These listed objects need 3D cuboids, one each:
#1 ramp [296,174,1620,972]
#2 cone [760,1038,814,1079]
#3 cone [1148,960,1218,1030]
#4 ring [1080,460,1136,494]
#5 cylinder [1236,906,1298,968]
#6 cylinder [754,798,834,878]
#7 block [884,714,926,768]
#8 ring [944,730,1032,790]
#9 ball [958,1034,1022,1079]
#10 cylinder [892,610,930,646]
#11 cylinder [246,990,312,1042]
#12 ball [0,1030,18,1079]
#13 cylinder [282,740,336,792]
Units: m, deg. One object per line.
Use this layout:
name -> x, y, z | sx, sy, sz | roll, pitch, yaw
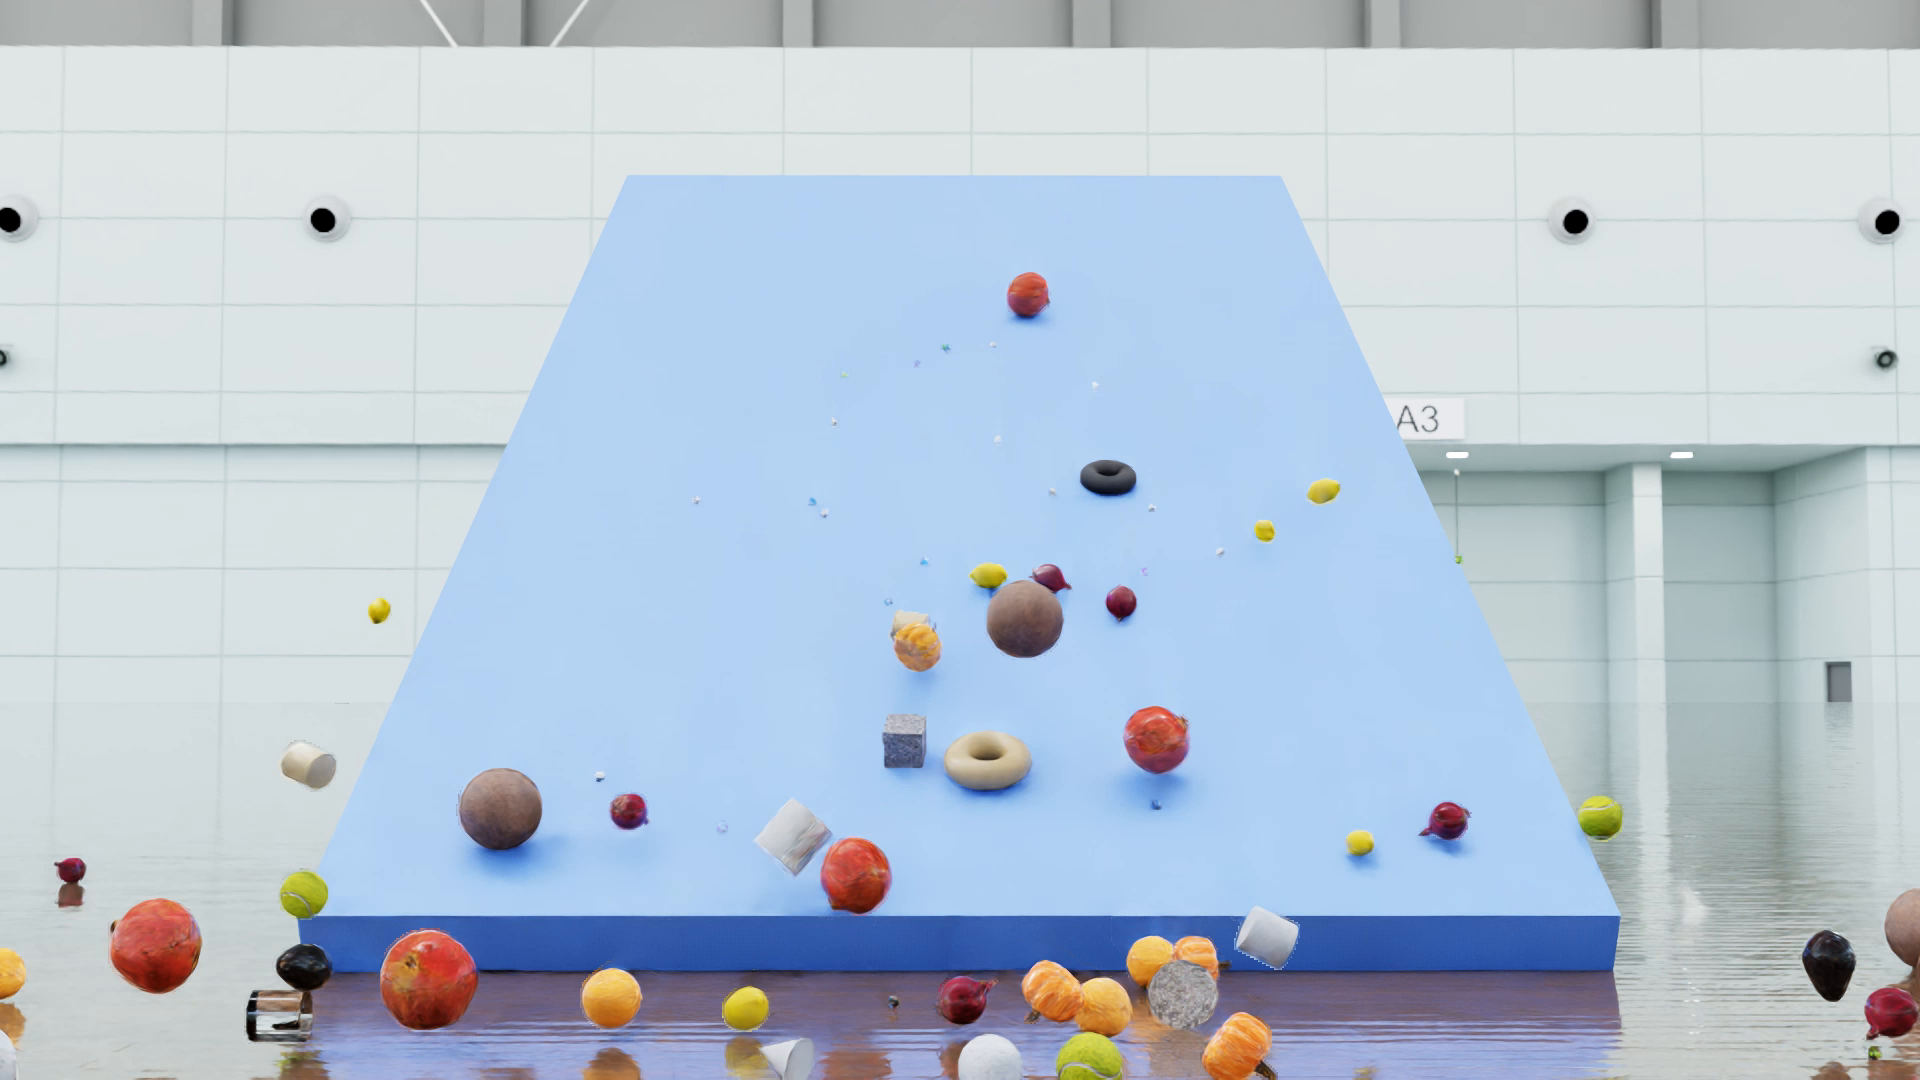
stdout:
ramp -> -0.009, -0.229, 5.369 | 2.000, 0.100, 4.000 | 0, 25, 0
cone -> -0.194, 0.554, 2.514 | 0.055, 0.055, 0.055 | 12, 2, 30
cone -> 0.287, 0.594, 3.001 | 0.088, 0.088, 0.088 | 0, -25, 7
ring -> 0.317, -0.134, 4.999 | 0.122, 0.041, 0.122 | 0, 26, 0
cylinder -> 0.442, 0.570, 3.362 | 0.066, 0.066, 0.066 | 26, -4, 0
cylinder -> -0.254, 0.455, 3.567 | 0.087, 0.087, 0.087 | 39, -14, 12
block -> -0.093, 0.339, 3.946 | 0.066, 0.066, 0.066 | 2, 25, 4
ring -> 0.047, 0.368, 3.906 | 0.148, 0.049, 0.148 | -1, 25, 1
ball -> 0.031, 0.548, 2.431 | 0.068, 0.068, 0.068 | 0, -4, 0
cylinder -> -0.090, 0.164, 4.329 | 0.060, 0.060, 0.060 | 7, -2, 11
cylinder -> -0.786, 0.550, 2.702 | 0.060, 0.060, 0.060 | 0, -4, -1
ball -> -0.995, 0.530, 2.346 | 0.093, 0.093, 0.093 | 0, -4, 0
cylinder -> -1.081, 0.375, 3.885 | 0.063, 0.063, 0.063 | 27, 7, 22
